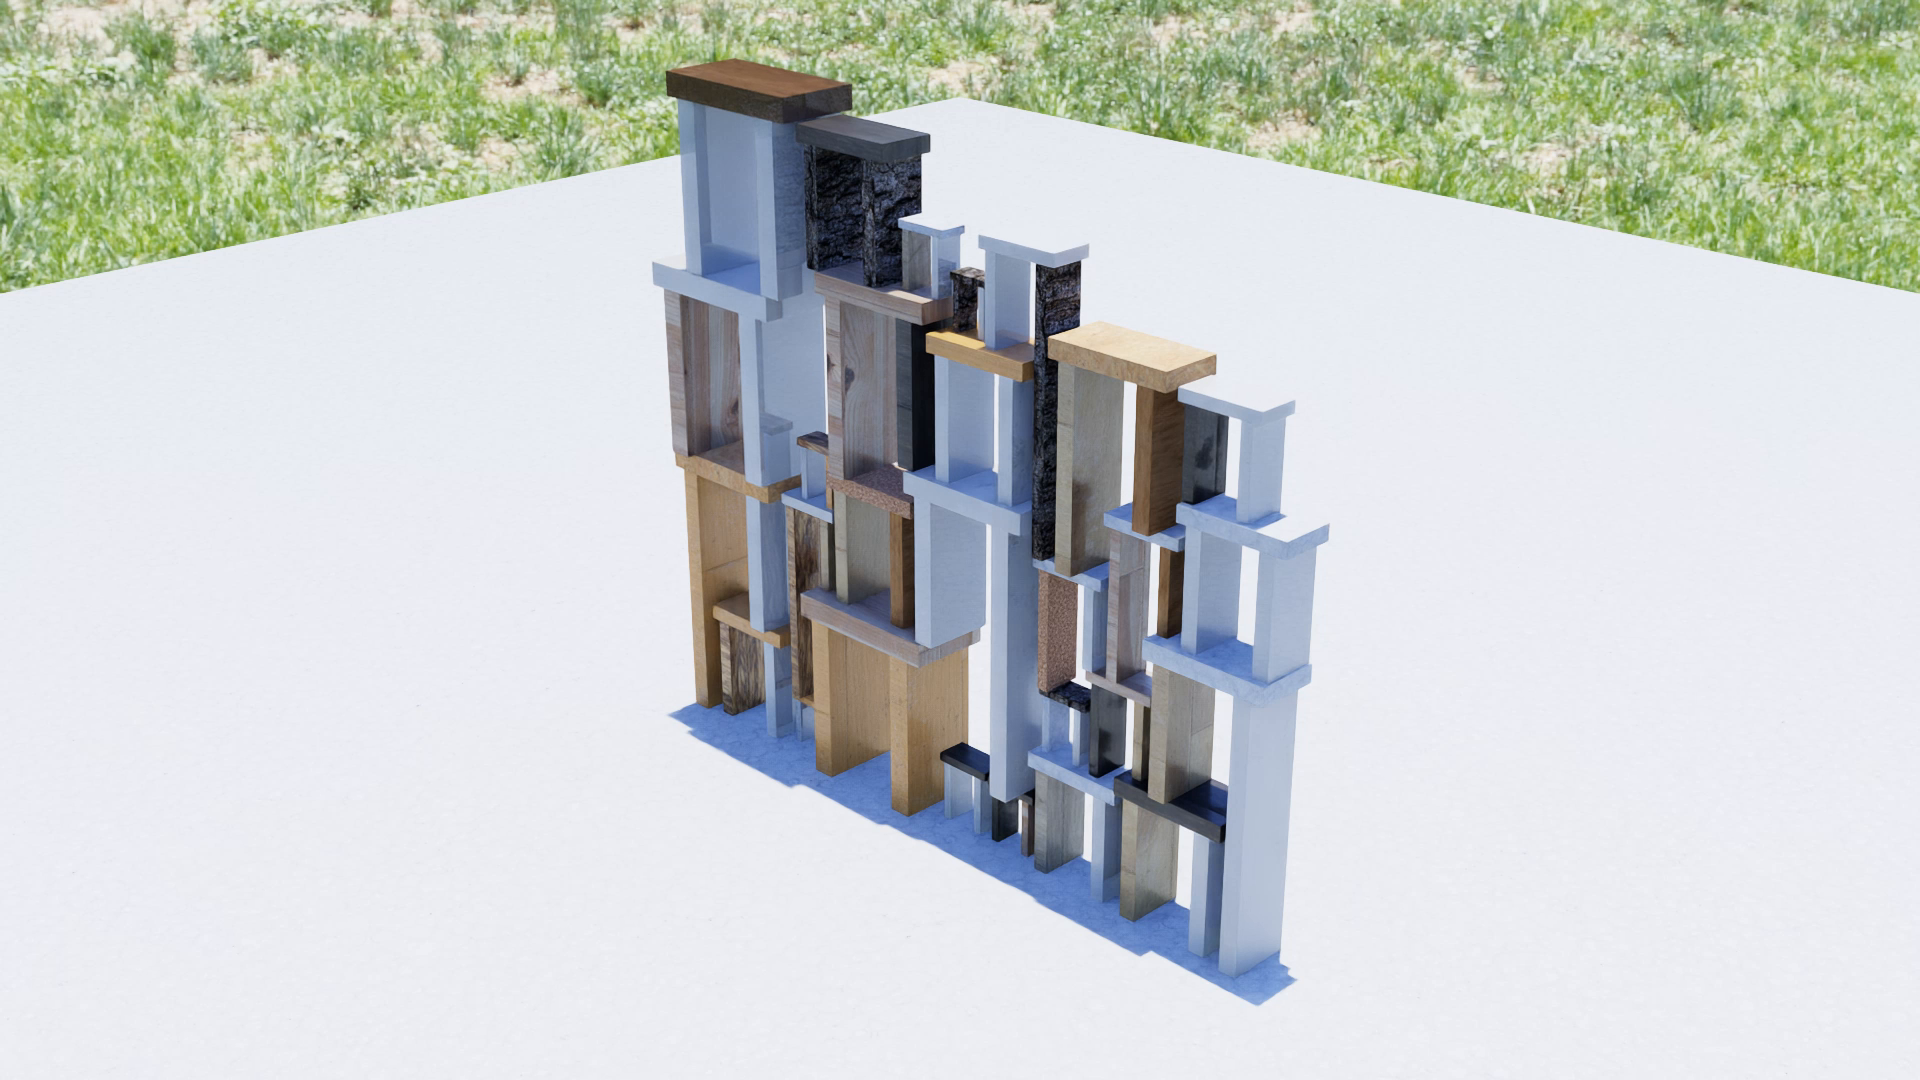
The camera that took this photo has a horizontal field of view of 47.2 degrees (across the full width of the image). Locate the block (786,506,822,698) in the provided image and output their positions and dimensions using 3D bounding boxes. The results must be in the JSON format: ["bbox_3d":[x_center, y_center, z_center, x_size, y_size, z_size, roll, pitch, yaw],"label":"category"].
[{"bbox_3d":[-0.322,0.122,4.623,0.022,0.439,0.078,21,31,41],"label":"block"}]

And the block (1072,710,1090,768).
[{"bbox_3d":[0.238,0.362,4.121,0.017,0.117,0.058,21,31,41],"label":"block"}]

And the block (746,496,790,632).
[{"bbox_3d":[-0.375,0.030,4.650,0.043,0.304,0.152,21,31,40],"label":"block"}]

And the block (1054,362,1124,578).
[{"bbox_3d":[0.231,-0.139,3.914,0.038,0.399,0.133,21,31,41],"label":"block"}]

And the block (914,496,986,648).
[{"bbox_3d":[-0.017,0.043,4.256,0.153,0.305,0.043,-21,31,-41],"label":"block"}]

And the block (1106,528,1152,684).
[{"bbox_3d":[0.303,0.107,3.945,0.024,0.298,0.085,21,31,41],"label":"block"}]

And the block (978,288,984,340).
[{"bbox_3d":[0.056,-0.415,3.994,0.049,0.098,0.014,-21,31,-40],"label":"block"}]

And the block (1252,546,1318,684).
[{"bbox_3d":[0.544,0.114,3.687,0.033,0.232,0.116,21,31,41],"label":"block"}]

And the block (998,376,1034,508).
[{"bbox_3d":[0.125,-0.194,4.000,0.122,0.245,0.035,-21,31,-40],"label":"block"}]

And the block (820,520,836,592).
[{"bbox_3d":[-0.248,0.021,4.500,0.078,0.156,0.022,-21,31,-41],"label":"block"}]

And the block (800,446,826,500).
[{"bbox_3d":[-0.298,-0.144,4.488,0.016,0.112,0.056,21,31,41],"label":"block"}]

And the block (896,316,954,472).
[{"bbox_3d":[-0.052,-0.290,4.163,0.148,0.295,0.042,-21,31,-40],"label":"block"}]

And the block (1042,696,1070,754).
[{"bbox_3d":[0.183,0.340,4.172,0.017,0.117,0.059,21,31,41],"label":"block"}]

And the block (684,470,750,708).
[{"bbox_3d":[-0.520,0.091,4.832,0.043,0.558,0.152,21,31,41],"label":"block"}]

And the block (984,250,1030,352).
[{"bbox_3d":[0.086,-0.437,3.939,0.091,0.182,0.026,-21,31,-40],"label":"block"}]

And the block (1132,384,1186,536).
[{"bbox_3d":[0.357,-0.152,3.772,0.038,0.266,0.133,21,31,41],"label":"block"}]

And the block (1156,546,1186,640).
[{"bbox_3d":[0.383,0.080,3.847,0.024,0.170,0.085,21,31,41],"label":"block"}]

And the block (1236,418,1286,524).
[{"bbox_3d":[0.498,-0.122,3.637,0.025,0.176,0.088,21,31,41],"label":"block"}]

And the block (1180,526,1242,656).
[{"bbox_3d":[0.435,0.071,3.788,0.033,0.232,0.116,21,31,41],"label":"block"}]

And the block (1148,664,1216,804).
[{"bbox_3d":[0.398,0.325,3.926,0.038,0.267,0.134,21,31,41],"label":"block"}]

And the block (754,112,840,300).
[{"bbox_3d":[-0.310,-0.657,4.275,0.050,0.351,0.175,22,32,40],"label":"block"}]

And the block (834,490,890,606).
[{"bbox_3d":[-0.195,0.000,4.440,0.034,0.241,0.121,21,31,41],"label":"block"}]

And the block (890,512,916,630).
[{"bbox_3d":[-0.082,0.044,4.335,0.034,0.241,0.121,21,31,41],"label":"block"}]

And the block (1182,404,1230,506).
[{"bbox_3d":[0.415,-0.155,3.714,0.025,0.176,0.088,21,31,41],"label":"block"}]

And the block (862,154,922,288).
[{"bbox_3d":[-0.126,-0.600,4.100,0.121,0.241,0.034,-21,31,-40],"label":"block"}]

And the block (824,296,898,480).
[{"bbox_3d":[-0.191,-0.311,4.306,0.042,0.368,0.148,21,31,41],"label":"block"}]

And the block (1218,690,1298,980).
[{"bbox_3d":[0.524,0.505,3.866,0.038,0.551,0.134,21,31,41],"label":"block"}]

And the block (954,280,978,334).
[{"bbox_3d":[0.010,-0.433,4.037,0.049,0.098,0.014,-21,31,-40],"label":"block"}]

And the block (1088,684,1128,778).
[{"bbox_3d":[0.275,0.341,4.075,0.022,0.191,0.078,21,31,41],"label":"block"}]

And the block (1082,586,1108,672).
[{"bbox_3d":[0.261,0.151,4.011,0.023,0.166,0.083,21,31,41],"label":"block"}]

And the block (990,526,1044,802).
[{"bbox_3d":[0.126,0.218,4.175,0.153,0.564,0.043,-21,31,-40],"label":"block"}]

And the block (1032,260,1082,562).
[{"bbox_3d":[0.172,-0.232,3.933,0.026,0.555,0.091,21,31,41],"label":"block"}]

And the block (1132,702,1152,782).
[{"bbox_3d":[0.349,0.354,4.001,0.022,0.156,0.078,21,31,41],"label":"block"}]

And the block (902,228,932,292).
[{"bbox_3d":[-0.080,-0.525,4.082,0.058,0.116,0.016,-21,31,-40],"label":"block"}]

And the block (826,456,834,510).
[{"bbox_3d":[-0.244,-0.123,4.440,0.016,0.112,0.056,21,31,41],"label":"block"}]

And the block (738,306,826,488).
[{"bbox_3d":[-0.358,-0.304,4.480,0.051,0.359,0.180,22,32,40],"label":"block"}]

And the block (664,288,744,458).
[{"bbox_3d":[-0.528,-0.371,4.635,0.051,0.359,0.180,22,32,40],"label":"block"}]

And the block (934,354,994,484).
[{"bbox_3d":[0.010,-0.239,4.106,0.122,0.245,0.035,-21,31,-40],"label":"block"}]

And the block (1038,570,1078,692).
[{"bbox_3d":[0.182,0.157,4.099,0.023,0.245,0.083,21,31,41],"label":"block"}]

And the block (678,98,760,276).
[{"bbox_3d":[-0.475,-0.723,4.427,0.050,0.351,0.176,22,32,40],"label":"block"}]

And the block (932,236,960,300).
[{"bbox_3d":[-0.025,-0.504,4.032,0.058,0.116,0.016,-21,31,-40],"label":"block"}]

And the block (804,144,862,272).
[{"bbox_3d":[-0.239,-0.645,4.205,0.121,0.241,0.034,-21,31,-40],"label":"block"}]
